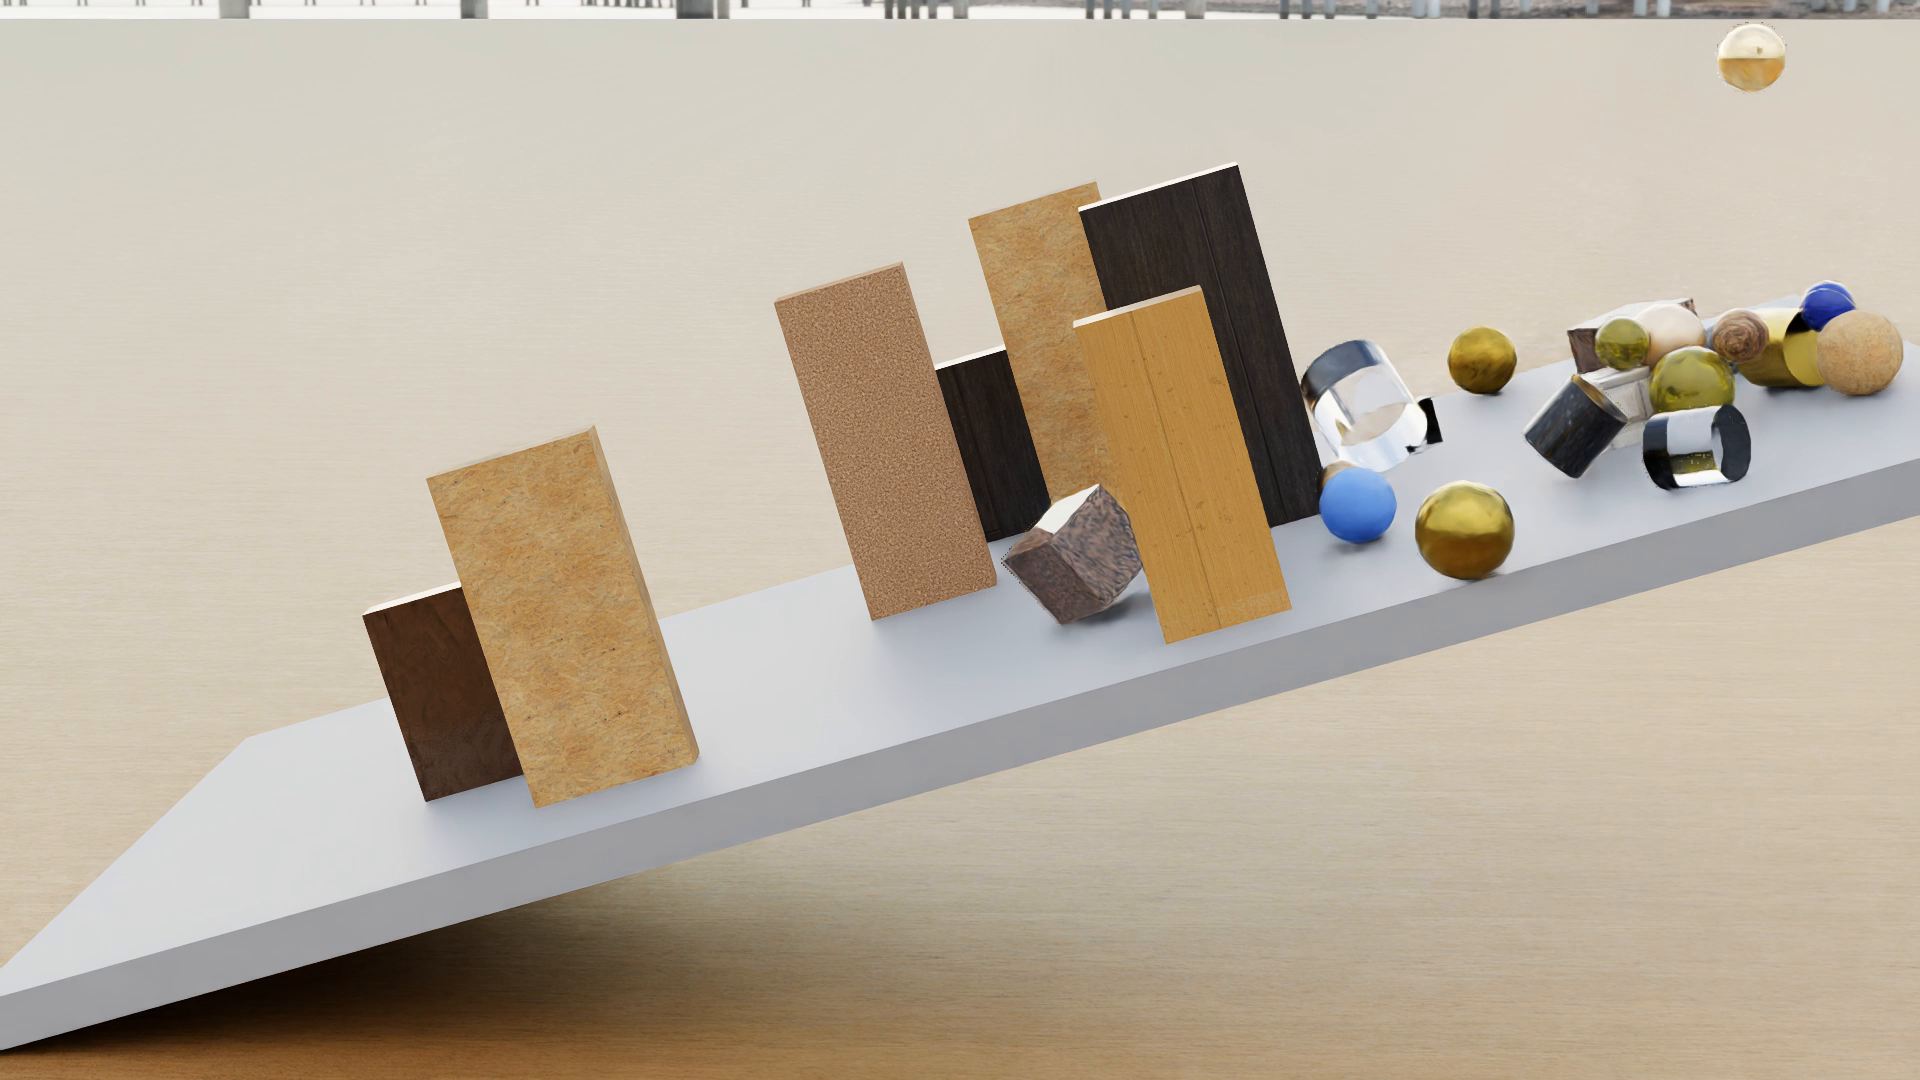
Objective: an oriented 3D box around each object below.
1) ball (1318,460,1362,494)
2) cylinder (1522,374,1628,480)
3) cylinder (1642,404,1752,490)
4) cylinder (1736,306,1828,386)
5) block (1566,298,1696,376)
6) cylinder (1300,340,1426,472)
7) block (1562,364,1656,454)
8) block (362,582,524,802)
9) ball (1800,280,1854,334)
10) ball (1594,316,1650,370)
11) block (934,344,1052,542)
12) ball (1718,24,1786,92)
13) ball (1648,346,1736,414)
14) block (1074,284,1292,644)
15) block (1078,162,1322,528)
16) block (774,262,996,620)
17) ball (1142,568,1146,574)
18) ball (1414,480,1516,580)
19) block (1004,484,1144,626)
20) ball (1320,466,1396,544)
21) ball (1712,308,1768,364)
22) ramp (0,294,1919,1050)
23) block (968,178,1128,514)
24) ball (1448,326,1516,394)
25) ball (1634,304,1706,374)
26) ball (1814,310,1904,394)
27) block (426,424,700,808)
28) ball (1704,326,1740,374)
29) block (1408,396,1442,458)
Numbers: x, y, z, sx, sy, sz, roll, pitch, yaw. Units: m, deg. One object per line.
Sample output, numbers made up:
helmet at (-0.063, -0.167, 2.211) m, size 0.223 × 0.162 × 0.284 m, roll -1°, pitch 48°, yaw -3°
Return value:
ball at (0.805, -0.116, 6.184) m, size 0.107 × 0.107 × 0.107 m, roll 0°, pitch 11°, yaw 0°
cylinder at (1.216, -0.224, 5.817) m, size 0.147 × 0.147 × 0.147 m, roll 34°, pitch 20°, yaw -14°
cylinder at (1.368, -0.172, 5.459) m, size 0.143 × 0.143 × 0.143 m, roll -7°, pitch 3°, yaw 45°
cylinder at (1.715, -0.399, 6.077) m, size 0.163 × 0.163 × 0.163 m, roll -5°, pitch 5°, yaw -23°
block at (1.476, -0.398, 6.381) m, size 0.194 × 0.194 × 0.194 m, roll -22°, pitch 11°, yaw -29°
cylinder at (0.883, -0.291, 6.447) m, size 0.210 × 0.210 × 0.210 m, roll -5°, pitch 45°, yaw -23°
block at (1.348, -0.274, 6.061) m, size 0.142 × 0.142 × 0.142 m, roll -17°, pitch 10°, yaw -2°
block at (-1.025, 0.301, 6.054) m, size 0.279 × 0.410 × 0.082 m, roll -16°, pitch 10°, yaw 5°
ball at (1.752, -0.470, 5.942) m, size 0.107 × 0.107 × 0.107 m, roll 0°, pitch 11°, yaw 0°
ball at (1.355, -0.403, 6.020) m, size 0.111 × 0.111 × 0.111 m, roll 0°, pitch 11°, yaw 0°
block at (0.154, -0.251, 7.062) m, size 0.316 × 0.436 × 0.105 m, roll -16°, pitch 10°, yaw 5°
ball at (1.701, -1.035, 6.318) m, size 0.143 × 0.143 × 0.143 m, roll 0°, pitch 11°, yaw 0°
ball at (1.476, -0.305, 5.929) m, size 0.172 × 0.172 × 0.172 m, roll 0°, pitch 11°, yaw 0°
block at (0.415, -0.140, 5.476) m, size 0.243 × 0.619 × 0.100 m, roll -16°, pitch 10°, yaw 5°
block at (0.522, -0.385, 6.241) m, size 0.344 × 0.759 × 0.106 m, roll -16°, pitch 10°, yaw 5°
block at (-0.162, -0.218, 6.519) m, size 0.288 × 0.740 × 0.109 m, roll -16°, pitch 10°, yaw 5°
ball at (0.426, 0.028, 5.939) m, size 0.133 × 0.133 × 0.133 m, roll 0°, pitch 11°, yaw 0°
ball at (0.905, -0.018, 5.273) m, size 0.179 × 0.179 × 0.179 m, roll 0°, pitch 11°, yaw 0°
block at (0.241, 0.030, 5.864) m, size 0.179 × 0.179 × 0.179 m, roll -48°, pitch 12°, yaw -29°
ball at (0.789, -0.069, 5.832) m, size 0.151 × 0.151 × 0.151 m, roll 0°, pitch 11°, yaw 0°
ball at (1.560, -0.408, 5.881) m, size 0.111 × 0.111 × 0.111 m, roll 0°, pitch 11°, yaw 0°
ramp at (0.091, 0.187, 6.319) m, size 4.000 × 0.100 × 2.000 m, roll -16°, pitch 10°, yaw 5°
block at (0.274, -0.416, 6.791) m, size 0.304 × 0.772 × 0.094 m, roll -16°, pitch 10°, yaw 5°
ball at (1.246, -0.428, 7.020) m, size 0.163 × 0.163 × 0.163 m, roll 0°, pitch 11°, yaw 0°
ball at (1.465, -0.409, 6.107) m, size 0.165 × 0.165 × 0.165 m, roll 0°, pitch 11°, yaw 0°
ball at (1.774, -0.370, 5.805) m, size 0.168 × 0.168 × 0.168 m, roll 0°, pitch 11°, yaw 0°
block at (-0.762, 0.149, 5.674) m, size 0.324 × 0.676 × 0.090 m, roll -16°, pitch 10°, yaw 5°
ball at (1.660, -0.413, 6.387) m, size 0.116 × 0.116 × 0.116 m, roll 0°, pitch 11°, yaw 0°
block at (0.997, -0.251, 6.614) m, size 0.110 × 0.110 × 0.110 m, roll -23°, pitch 12°, yaw -33°
